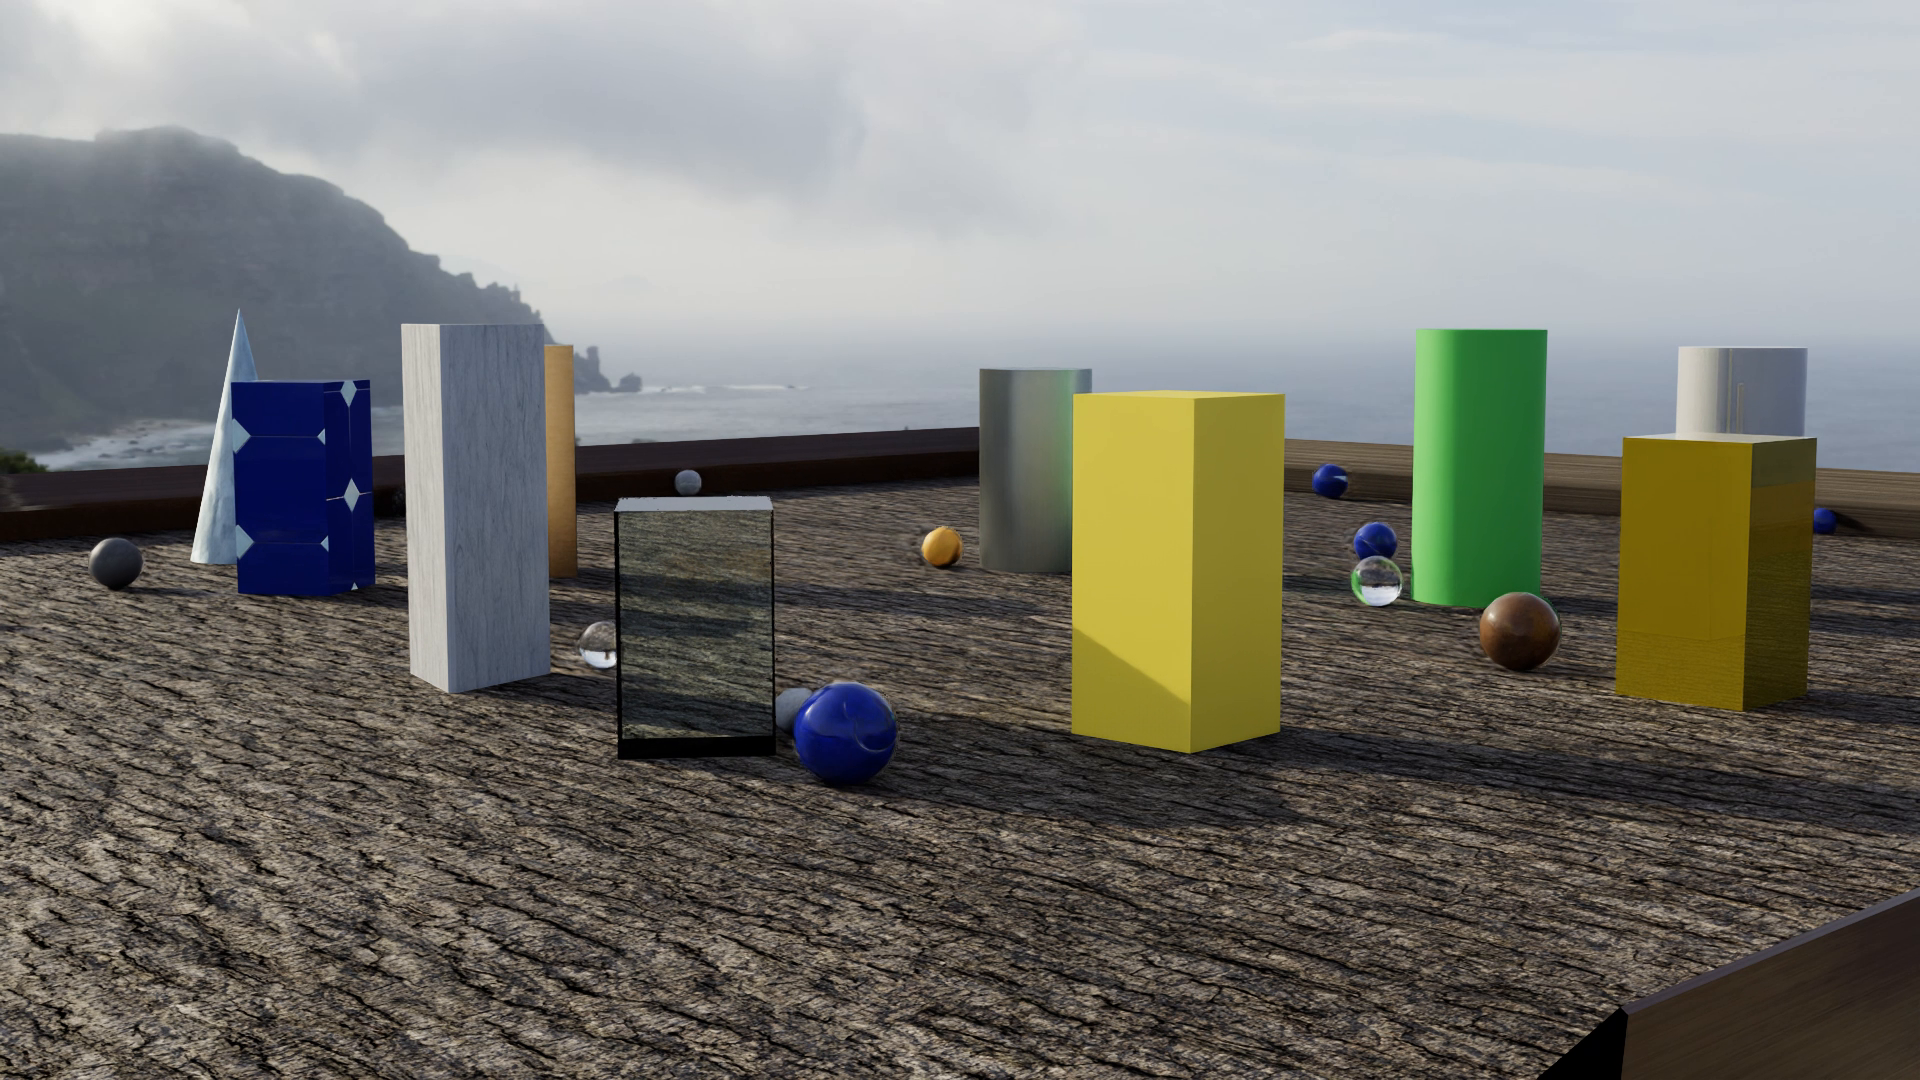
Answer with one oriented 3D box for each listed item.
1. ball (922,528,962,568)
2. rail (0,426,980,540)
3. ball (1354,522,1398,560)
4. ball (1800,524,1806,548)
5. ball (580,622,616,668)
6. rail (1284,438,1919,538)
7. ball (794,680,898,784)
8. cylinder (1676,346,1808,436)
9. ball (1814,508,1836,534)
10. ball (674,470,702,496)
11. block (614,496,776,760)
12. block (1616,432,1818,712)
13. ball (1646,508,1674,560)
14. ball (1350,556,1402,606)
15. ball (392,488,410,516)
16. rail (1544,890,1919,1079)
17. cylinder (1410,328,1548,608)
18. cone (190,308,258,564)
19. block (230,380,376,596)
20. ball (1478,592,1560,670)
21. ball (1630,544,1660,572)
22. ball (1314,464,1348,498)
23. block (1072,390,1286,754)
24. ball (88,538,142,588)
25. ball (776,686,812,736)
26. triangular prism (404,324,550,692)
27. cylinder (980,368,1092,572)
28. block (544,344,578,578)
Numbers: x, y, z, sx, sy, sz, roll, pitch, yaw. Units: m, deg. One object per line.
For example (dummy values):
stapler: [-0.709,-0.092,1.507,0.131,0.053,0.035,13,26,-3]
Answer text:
ball: [-0.031,0.014,3.810,0.068,0.068,0.068,0,6,0]
rail: [-1.289,-0.112,4.721,4.035,0.127,0.045,-5,8,-42]
ball: [0.726,0.007,3.844,0.075,0.075,0.075,0,6,0]
ball: [1.545,-0.008,4.085,0.053,0.053,0.053,0,6,0]
ball: [-0.445,0.131,2.739,0.058,0.058,0.058,0,6,0]
rail: [1.465,-0.108,4.677,0.045,0.127,3.849,-5,8,-42]
ball: [-0.107,0.181,2.069,0.097,0.097,0.097,0,6,0]
cylinder: [1.249,-0.116,3.529,0.195,0.385,0.195,0,6,0]
ball: [1.711,-0.037,4.366,0.053,0.053,0.053,0,6,0]
ball: [-0.649,-0.136,5.255,0.064,0.064,0.064,0,6,0]
block: [-0.271,0.086,2.258,0.156,0.248,0.156,-1,6,-6]
block: [0.873,0.031,2.540,0.156,0.299,0.156,-6,8,-44]
ball: [1.277,-0.012,3.936,0.093,0.093,0.093,0,6,0]
ball: [0.626,0.062,3.308,0.077,0.077,0.077,0,6,0]
ball: [-1.199,-0.082,4.755,0.061,0.061,0.061,0,6,0]
rail: [1.289,0.179,1.943,4.035,0.127,0.045,-5,8,-42]
cylinder: [0.796,-0.115,3.378,0.195,0.414,0.195,0,6,0]
cone: [-1.282,-0.192,3.935,0.195,0.451,0.195,0,6,0]
block: [-1.045,-0.087,3.507,0.156,0.332,0.156,1,6,11]
ball: [0.693,0.113,2.724,0.098,0.098,0.098,0,6,0]
ball: [1.164,0.031,3.735,0.049,0.049,0.049,0,6,0]
ball: [0.876,-0.139,5.194,0.083,0.083,0.083,0,6,0]
block: [0.228,0.026,2.305,0.156,0.357,0.156,6,8,43]
ball: [-1.354,0.037,3.527,0.081,0.081,0.081,0,6,0]
ball: [-0.170,0.180,2.303,0.052,0.052,0.052,0,6,0]
triangular prism: [-0.611,-0.046,2.650,0.147,0.427,0.169,4,7,31]
cylinder: [0.131,-0.126,3.818,0.195,0.343,0.195,0,6,0]
block: [-0.729,-0.136,3.713,0.156,0.385,0.156,-1,6,-9]
